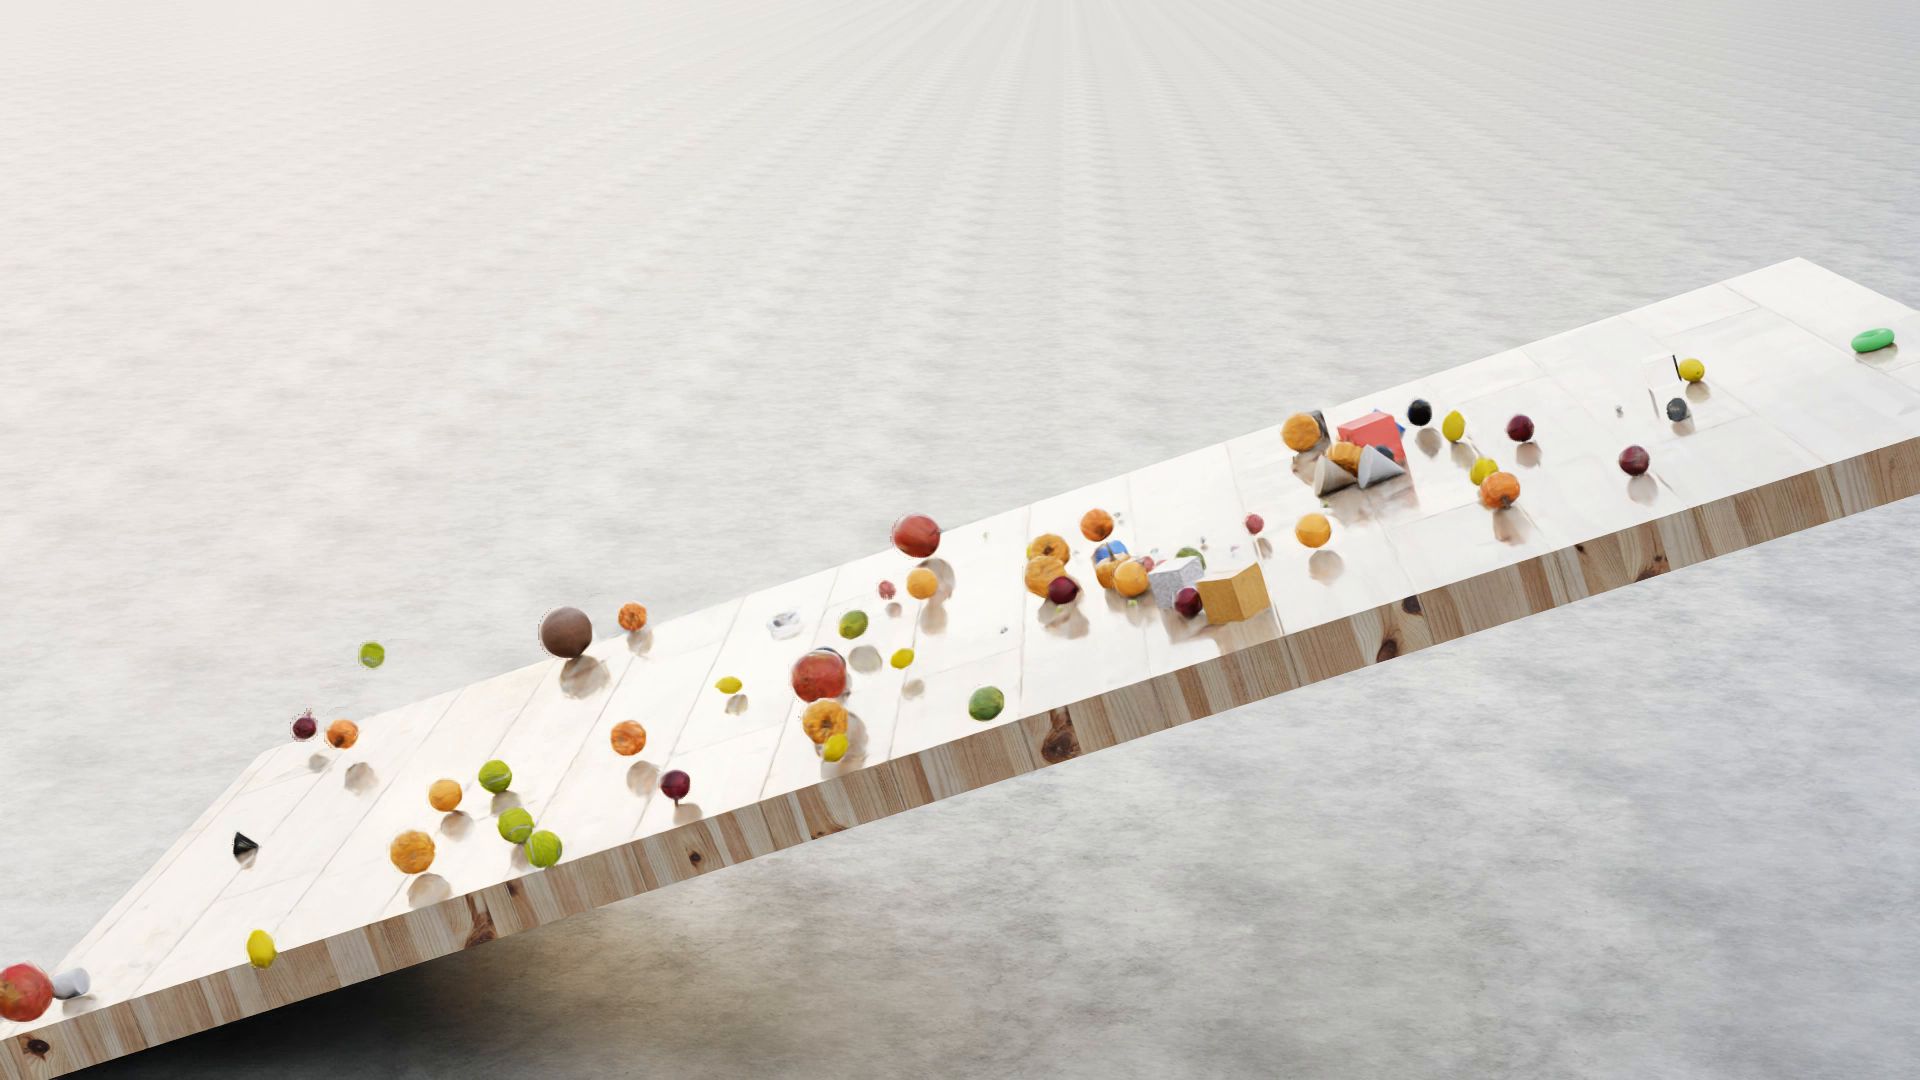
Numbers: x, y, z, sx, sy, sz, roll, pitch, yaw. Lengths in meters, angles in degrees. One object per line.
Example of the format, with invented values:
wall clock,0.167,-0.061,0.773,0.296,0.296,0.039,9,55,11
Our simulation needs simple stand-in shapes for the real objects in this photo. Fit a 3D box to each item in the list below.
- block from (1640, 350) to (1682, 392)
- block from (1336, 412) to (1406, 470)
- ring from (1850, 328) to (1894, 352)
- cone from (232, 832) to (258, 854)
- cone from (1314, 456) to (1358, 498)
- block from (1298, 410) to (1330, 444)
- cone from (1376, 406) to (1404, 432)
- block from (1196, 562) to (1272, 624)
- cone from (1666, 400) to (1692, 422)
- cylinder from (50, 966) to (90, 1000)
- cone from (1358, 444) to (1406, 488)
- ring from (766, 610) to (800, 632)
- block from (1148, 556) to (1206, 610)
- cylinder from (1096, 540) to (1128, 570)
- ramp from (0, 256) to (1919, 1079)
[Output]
block,1.478,-0.356,6.201,0.064,0.064,0.064,-18,11,6
block,0.895,-0.214,6.399,0.098,0.098,0.098,-21,11,-10
ring,1.834,-0.402,5.911,0.087,0.029,0.087,-18,12,4
cone,-1.549,0.662,6.398,0.054,0.054,0.054,10,10,-9
cone,0.811,-0.131,6.276,0.092,0.092,0.092,7,11,-7
block,0.827,-0.266,6.883,0.058,0.058,0.058,-18,11,6
cone,0.971,-0.255,6.645,0.078,0.078,0.078,17,13,2
block,0.513,0.099,5.510,0.087,0.087,0.087,-8,15,45
cone,1.446,-0.258,5.871,0.050,0.050,0.050,-14,18,-38
cylinder,-1.704,0.850,5.635,0.053,0.053,0.053,-18,7,17
cone,0.900,-0.150,6.217,0.093,0.093,0.093,7,11,-8
ring,-0.408,0.188,6.813,0.083,0.028,0.083,-17,12,4
block,0.428,0.084,5.757,0.077,0.077,0.077,-10,14,39
cylinder,0.324,0.033,6.267,0.051,0.051,0.051,9,26,37
ramp,0.105,0.181,6.306,4.000,0.100,2.000,-18,11,6
